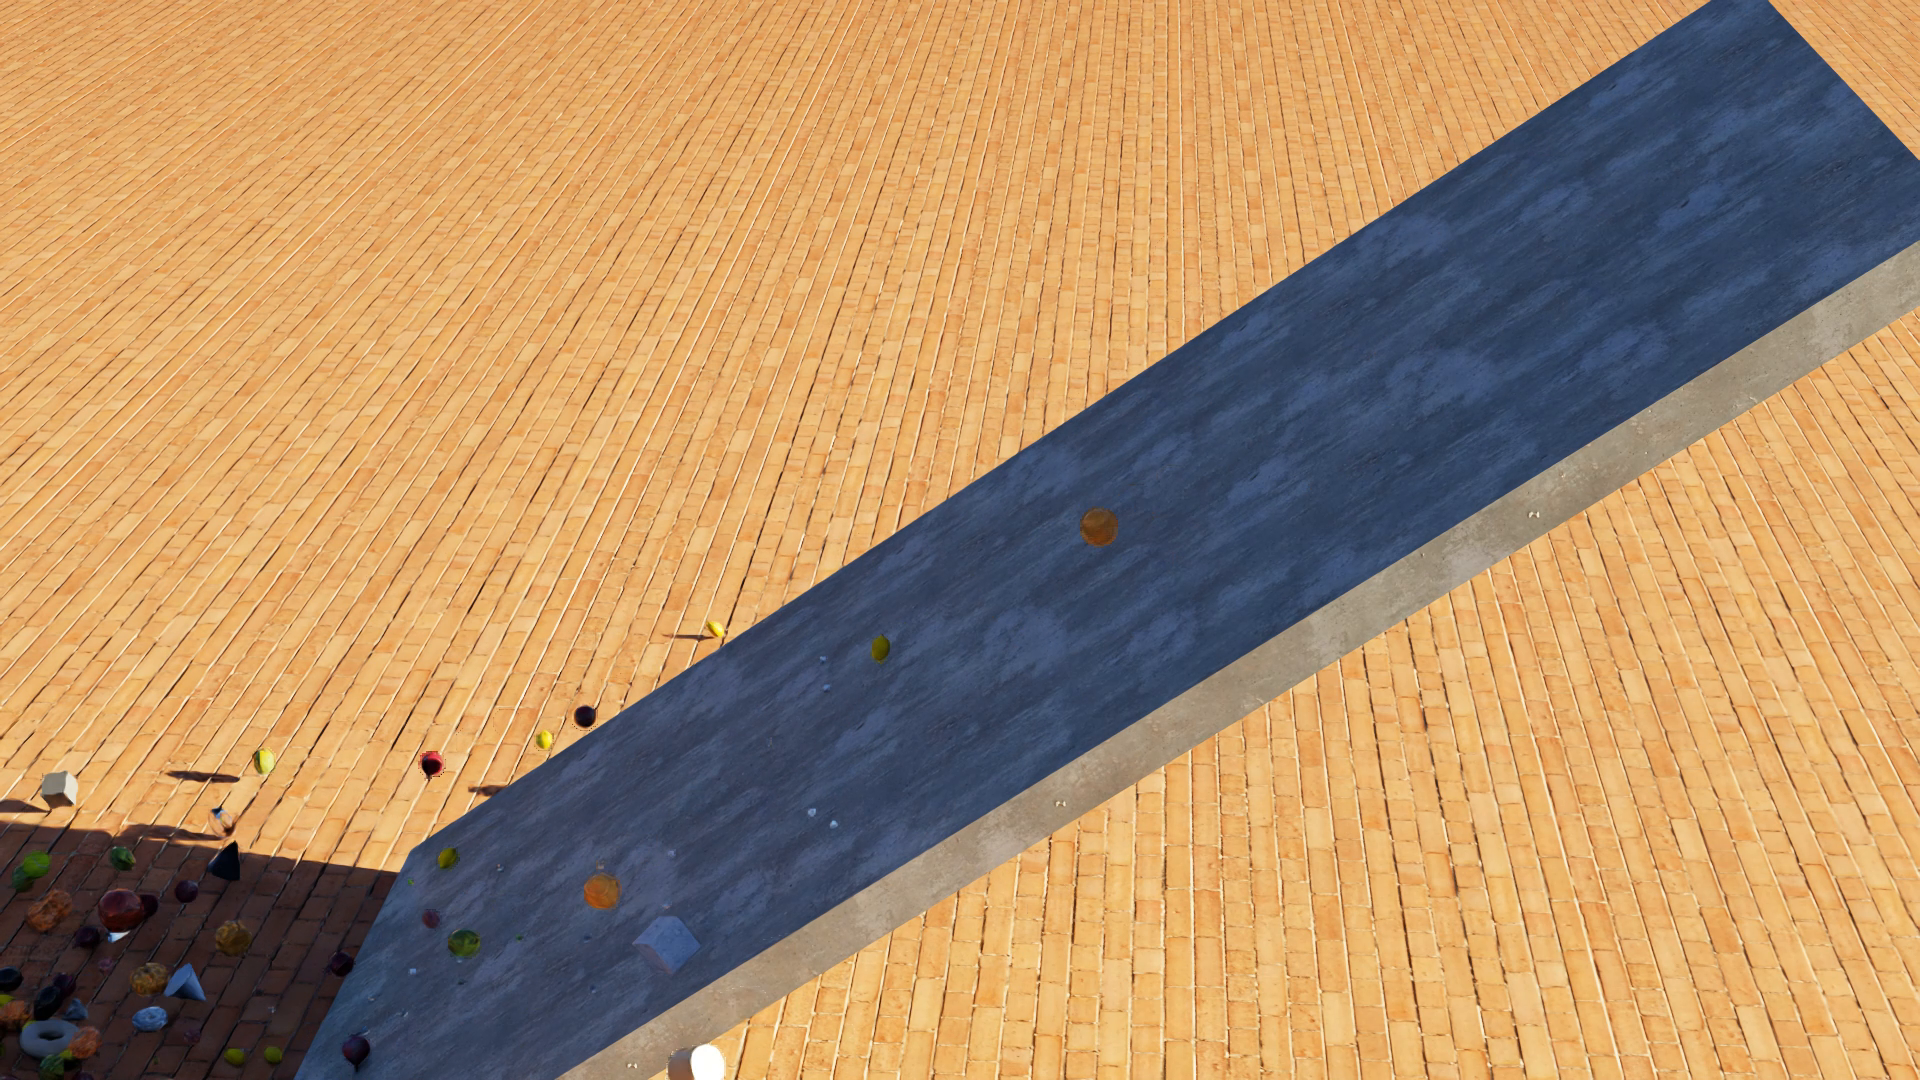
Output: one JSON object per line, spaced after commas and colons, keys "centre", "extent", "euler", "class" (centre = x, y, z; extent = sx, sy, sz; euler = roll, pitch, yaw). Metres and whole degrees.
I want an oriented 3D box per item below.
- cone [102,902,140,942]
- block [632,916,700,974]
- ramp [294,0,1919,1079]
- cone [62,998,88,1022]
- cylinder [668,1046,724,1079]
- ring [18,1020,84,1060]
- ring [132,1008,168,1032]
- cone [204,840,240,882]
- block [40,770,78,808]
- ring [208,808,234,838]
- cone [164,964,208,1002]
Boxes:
{"centre": [-2.148, 0.950, 7.456], "extent": [0.098, 0.098, 0.098], "euler": [-30, 19, 11], "class": "cone"}
{"centre": [-0.573, 0.791, 5.747], "extent": [0.079, 0.079, 0.079], "euler": [-45, 17, -27], "class": "block"}
{"centre": [0.134, 0.175, 6.310], "extent": [4.000, 0.100, 2.000], "euler": [-33, 16, 15], "class": "ramp"}
{"centre": [-2.149, 1.147, 7.107], "extent": [0.060, 0.060, 0.060], "euler": [-35, 25, 2], "class": "cone"}
{"centre": [-0.484, 0.968, 5.393], "extent": [0.074, 0.074, 0.074], "euler": [-22, 0, -43], "class": "cylinder"}
{"centre": [-2.152, 1.185, 6.968], "extent": [0.148, 0.049, 0.148], "euler": [8, 18, -3], "class": "ring"}
{"centre": [-1.951, 1.155, 7.087], "extent": [0.085, 0.028, 0.085], "euler": [1, 23, 0], "class": "ring"}
{"centre": [-1.915, 0.828, 7.711], "extent": [0.098, 0.098, 0.098], "euler": [23, 8, -3], "class": "cone"}
{"centre": [-2.483, 0.689, 8.109], "extent": [0.070, 0.070, 0.070], "euler": [-8, 54, 7], "class": "block"}
{"centre": [-2.001, 0.766, 7.965], "extent": [0.091, 0.091, 0.030], "euler": [15, 32, 33], "class": "ring"}
{"centre": [-1.869, 1.098, 7.167], "extent": [0.094, 0.094, 0.094], "euler": [-35, 27, 21], "class": "cone"}
